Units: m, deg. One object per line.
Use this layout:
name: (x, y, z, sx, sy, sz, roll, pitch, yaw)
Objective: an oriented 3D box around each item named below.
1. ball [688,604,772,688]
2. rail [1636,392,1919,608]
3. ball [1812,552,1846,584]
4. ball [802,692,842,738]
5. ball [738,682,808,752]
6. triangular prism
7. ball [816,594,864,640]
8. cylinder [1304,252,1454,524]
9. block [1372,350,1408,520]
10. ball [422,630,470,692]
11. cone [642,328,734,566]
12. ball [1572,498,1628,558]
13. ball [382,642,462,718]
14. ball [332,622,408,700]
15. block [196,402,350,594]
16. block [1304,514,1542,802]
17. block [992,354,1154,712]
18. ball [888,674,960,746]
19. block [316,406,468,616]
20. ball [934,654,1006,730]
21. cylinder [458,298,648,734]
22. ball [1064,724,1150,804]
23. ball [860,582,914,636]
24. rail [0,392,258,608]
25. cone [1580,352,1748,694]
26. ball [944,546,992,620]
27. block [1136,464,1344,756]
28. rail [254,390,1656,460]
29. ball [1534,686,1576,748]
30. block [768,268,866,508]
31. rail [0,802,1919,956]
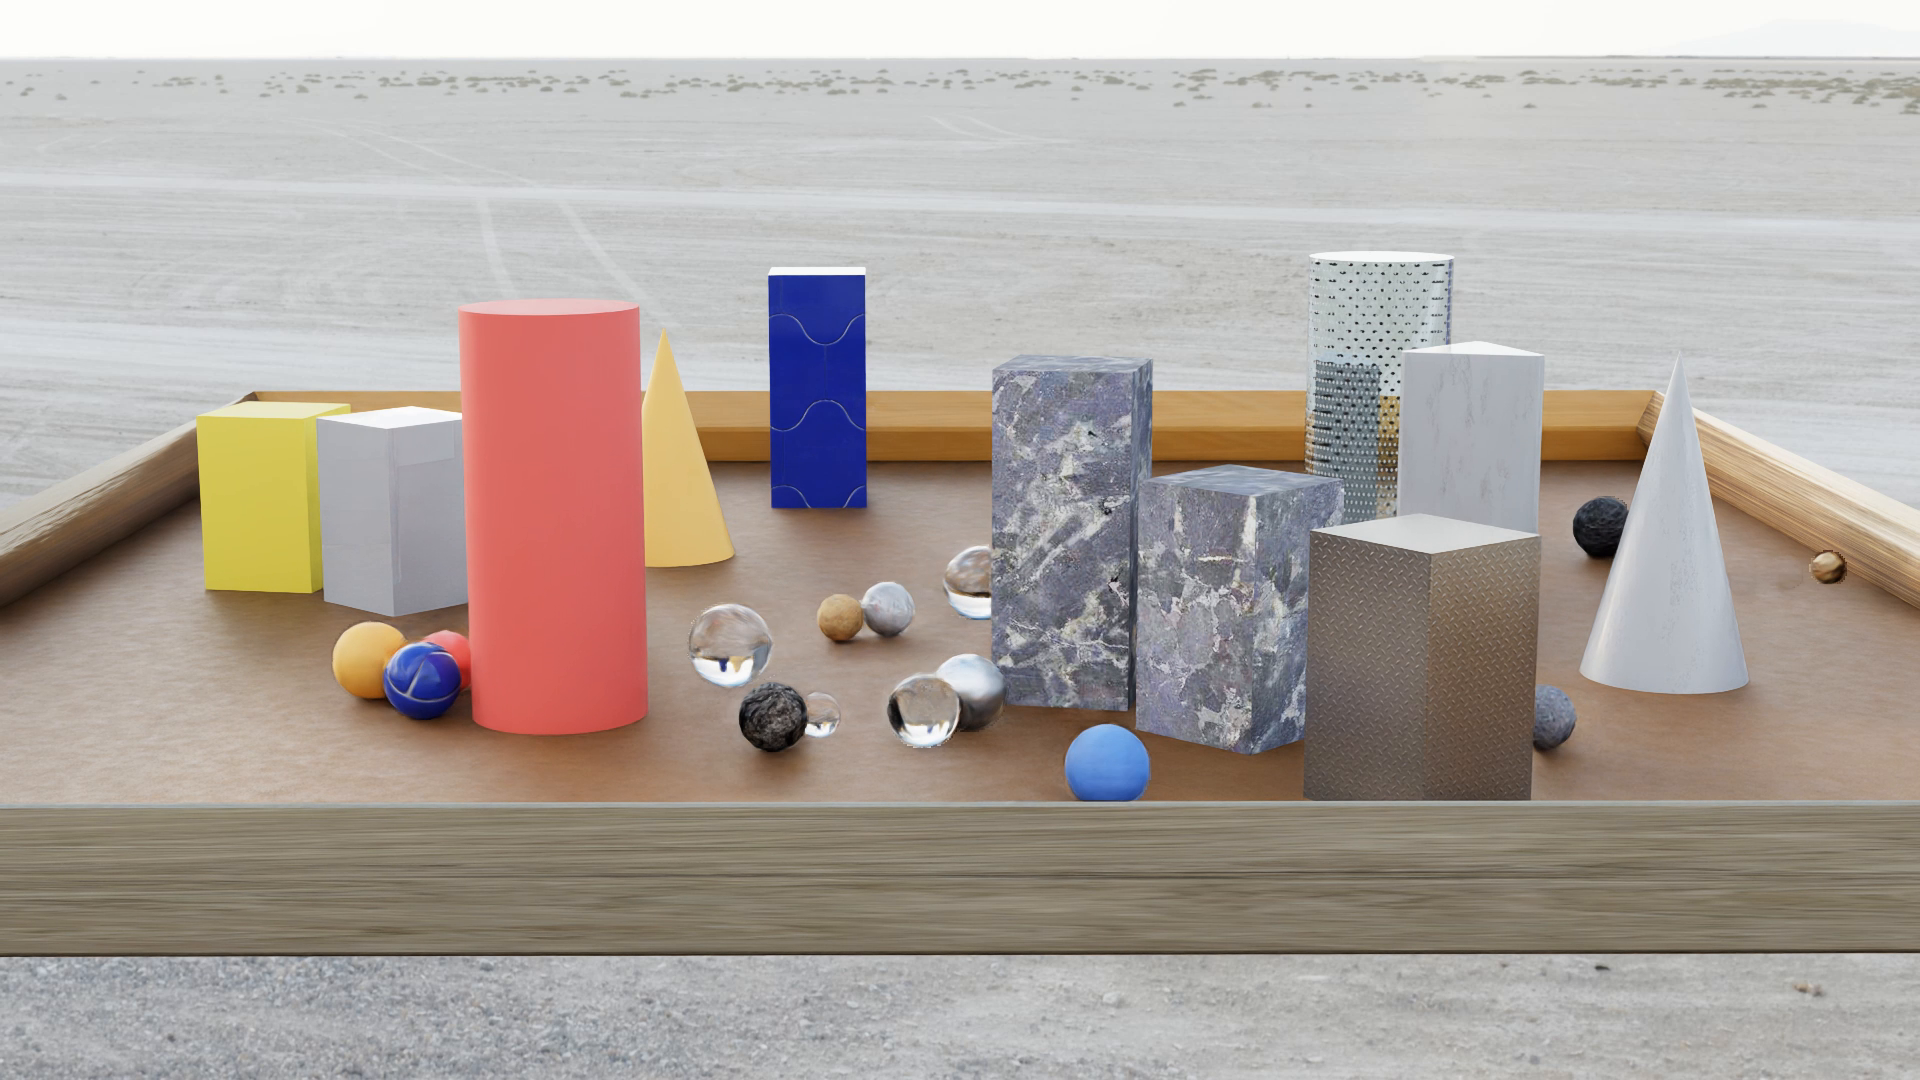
ball: (-0.272, 0.125, 3.041, 0.099, 0.099, 0.099, 0, 10, 0)
rail: (1.281, 0.032, 3.456, 0.045, 0.129, 2.711, 0, 10, 0)
ball: (1.234, 0.041, 3.645, 0.045, 0.045, 0.045, 0, 10, 0)
ball: (-0.155, 0.192, 2.815, 0.049, 0.049, 0.049, 0, 10, 0)
ball: (-0.201, 0.190, 2.757, 0.074, 0.074, 0.074, 0, 10, 0)
triangular prism: (0.658, -0.063, 3.306, 0.172, 0.372, 0.149, 3, 11, 14)
ball: (-0.153, 0.099, 3.288, 0.060, 0.060, 0.060, 0, 10, 0)
cylinder: (0.584, -0.164, 3.600, 0.199, 0.465, 0.199, 0, 10, 0)
block: (0.733, -0.138, 3.943, 0.159, 0.288, 0.159, 4, 11, 22)
ball: (-0.603, 0.144, 3.003, 0.075, 0.075, 0.075, 0, 10, 0)
cone: (-0.440, -0.149, 3.843, 0.199, 0.345, 0.199, 0, 10, 0)
ball: (0.964, -0.019, 3.846, 0.089, 0.089, 0.089, 0, 10, 0)
ball: (-0.607, 0.158, 2.897, 0.086, 0.086, 0.086, 0, 10, 0)
ball: (-0.684, 0.140, 2.984, 0.091, 0.091, 0.091, 0, 10, 0)
block: (-0.971, -0.063, 3.655, 0.159, 0.246, 0.159, 2, 11, 10)
block: (0.458, 0.127, 2.548, 0.159, 0.274, 0.159, -8, 13, -37)
block: (0.132, -0.012, 2.990, 0.159, 0.388, 0.159, 2, 11, 13)
ball: (-0.039, 0.184, 2.777, 0.079, 0.079, 0.079, 0, 10, 0)
block: (-0.764, -0.042, 3.519, 0.159, 0.254, 0.159, 9, 14, 41)
ball: (0.009, 0.169, 2.844, 0.084, 0.084, 0.084, 0, 10, 0)
cylinder: (-0.455, -0.031, 2.884, 0.199, 0.463, 0.199, 0, 10, 0)
ball: (0.146, 0.225, 2.543, 0.084, 0.084, 0.084, 0, 10, 0)
ball: (-0.094, 0.089, 3.316, 0.070, 0.070, 0.070, 0, 10, 0)
rail: (-1.281, 0.035, 3.441, 0.045, 0.129, 2.711, 0, 10, 0)
cone: (0.853, -0.031, 3.074, 0.199, 0.395, 0.199, 0, 10, 0)
ball: (0.027, 0.057, 3.409, 0.098, 0.098, 0.098, 0, 10, 0)
block: (0.308, 0.072, 2.829, 0.159, 0.280, 0.159, 10, 14, 43)
rail: (-0.008, -0.209, 4.759, 2.608, 0.129, 0.045, 0, 10, 0)
ball: (0.631, 0.191, 2.771, 0.068, 0.068, 0.068, 0, 10, 0)
block: (-0.238, -0.259, 4.323, 0.159, 0.388, 0.159, 0, 10, -2)
rail: (0.008, 0.276, 2.139, 2.608, 0.129, 0.045, 0, 10, 0)
